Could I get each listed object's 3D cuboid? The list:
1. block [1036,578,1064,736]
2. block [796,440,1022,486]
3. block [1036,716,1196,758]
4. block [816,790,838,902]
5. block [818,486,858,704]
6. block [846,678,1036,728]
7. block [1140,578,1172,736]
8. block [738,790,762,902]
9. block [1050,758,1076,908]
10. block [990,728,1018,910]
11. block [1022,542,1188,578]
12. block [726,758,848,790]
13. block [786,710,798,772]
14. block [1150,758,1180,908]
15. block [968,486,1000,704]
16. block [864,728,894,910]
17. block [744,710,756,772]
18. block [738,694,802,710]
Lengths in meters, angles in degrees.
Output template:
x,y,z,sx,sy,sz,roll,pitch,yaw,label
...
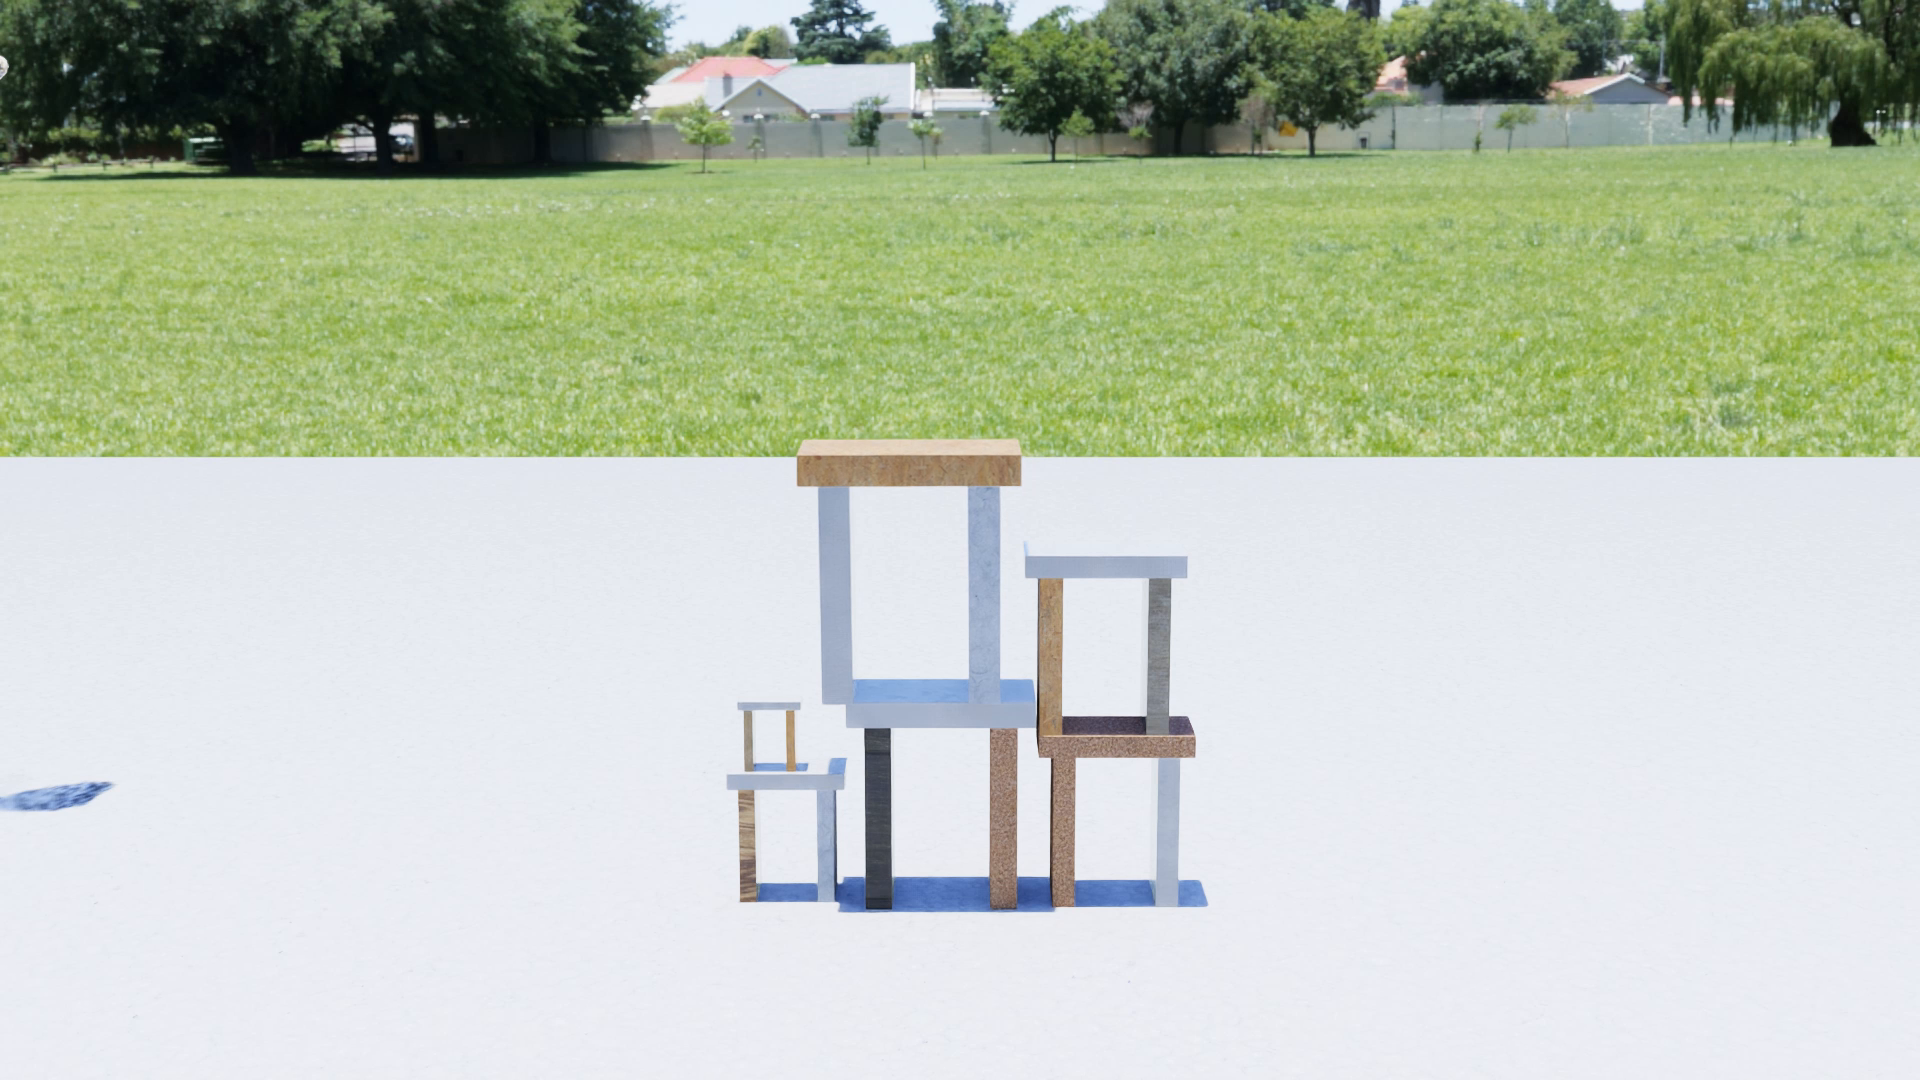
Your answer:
x,y,z,sx,sy,sz,roll,pitch,yaw,label
0.147,0.177,3.595,0.037,0.259,0.130,0,11,0,block
-0.080,-0.124,3.533,0.353,0.050,0.176,0,11,0,block
0.254,0.323,3.616,0.254,0.036,0.127,0,11,0,block
-0.221,0.494,3.656,0.027,0.193,0.096,0,11,0,block
-0.197,0.074,3.569,0.050,0.353,0.176,0,11,0,block
-0.031,0.268,3.609,0.306,0.043,0.153,0,11,0,block
0.320,0.177,3.595,0.037,0.259,0.130,0,11,0,block
-0.349,0.494,3.656,0.027,0.193,0.096,0,11,0,block
0.170,0.466,3.643,0.036,0.254,0.127,0,11,0,block
0.072,0.440,3.641,0.043,0.306,0.153,0,11,0,block
0.233,0.032,3.569,0.259,0.037,0.130,0,11,0,block
-0.285,0.386,3.636,0.193,0.027,0.096,0,11,0,block
-0.277,0.324,3.615,0.015,0.104,0.052,0,11,0,block
0.339,0.466,3.643,0.036,0.254,0.127,0,11,0,block
0.039,0.074,3.570,0.050,0.353,0.176,0,11,0,block
-0.133,0.440,3.641,0.043,0.306,0.153,0,11,0,block
-0.346,0.324,3.615,0.015,0.104,0.052,0,11,0,block
-0.311,0.266,3.604,0.104,0.015,0.052,0,11,0,block
